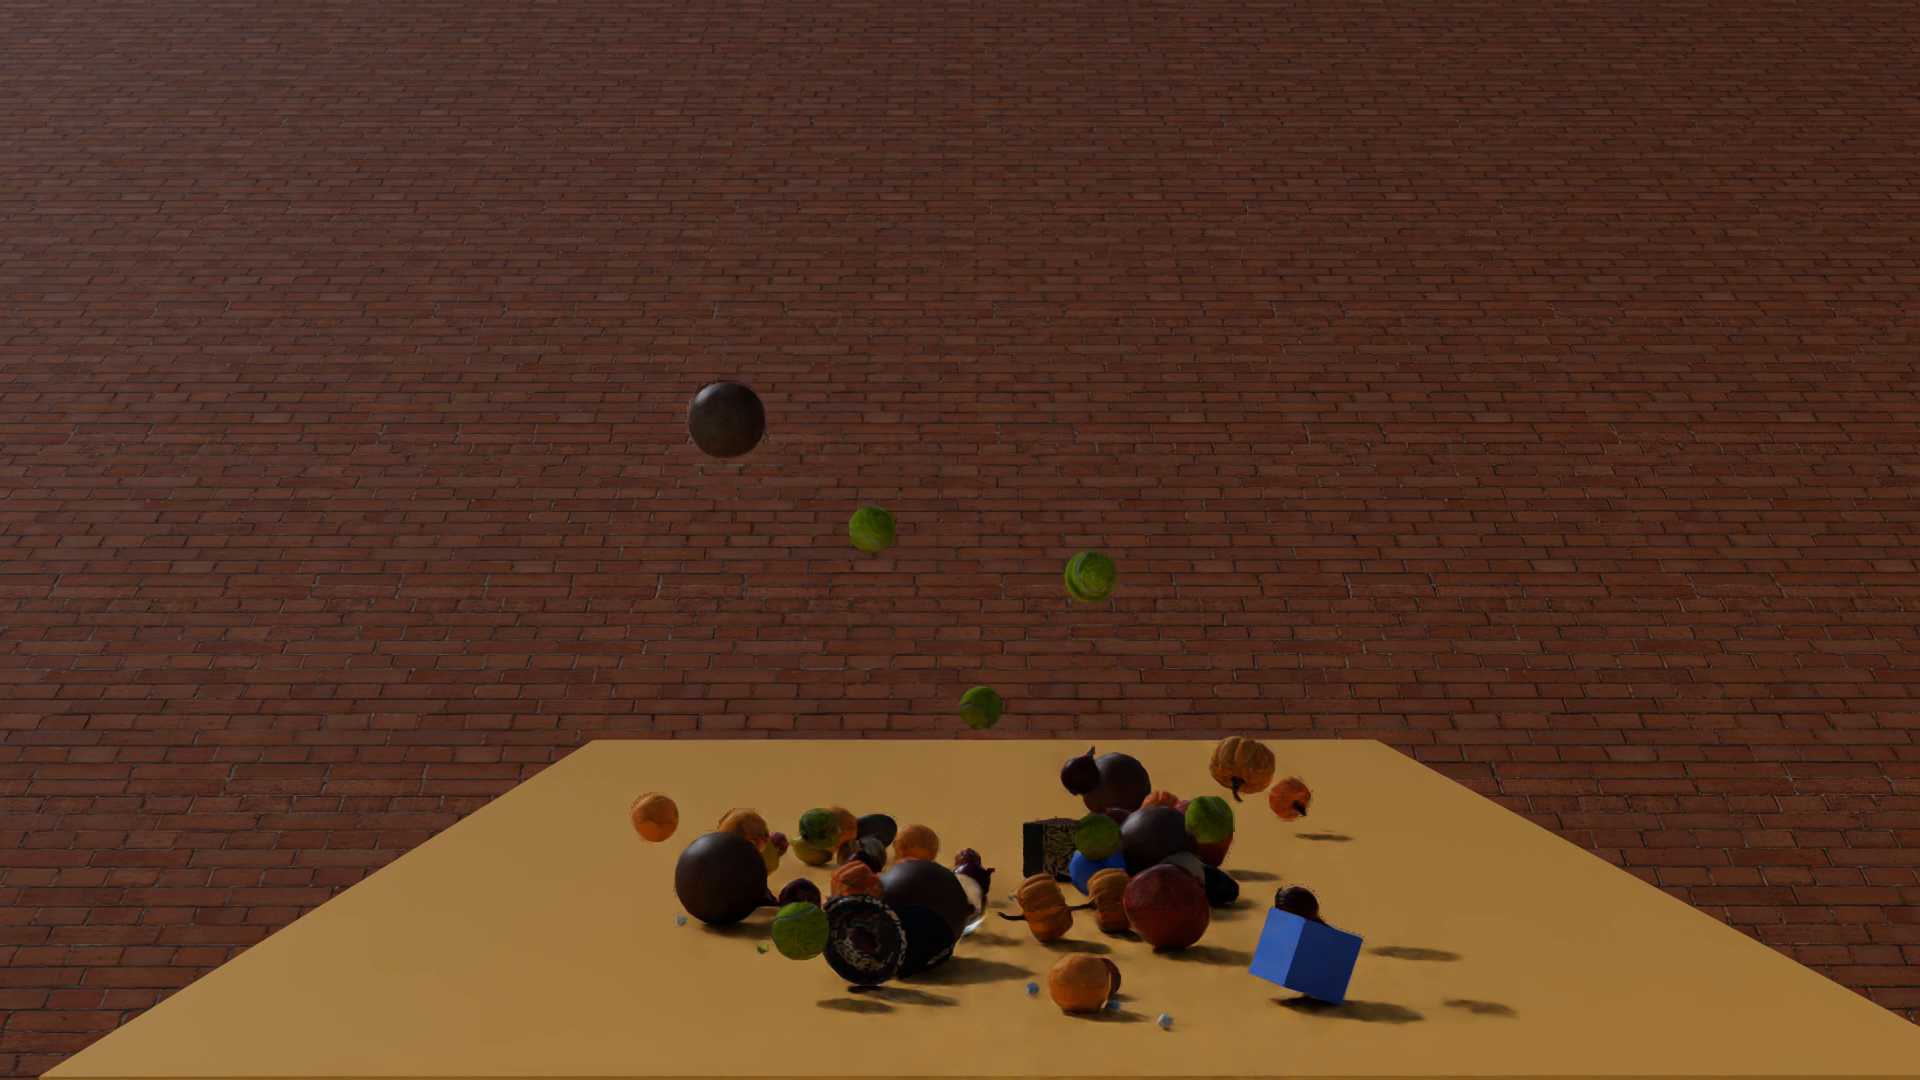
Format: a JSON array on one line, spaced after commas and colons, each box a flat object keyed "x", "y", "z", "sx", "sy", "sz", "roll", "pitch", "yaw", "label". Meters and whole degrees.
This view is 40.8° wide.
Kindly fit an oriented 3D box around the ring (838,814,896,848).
[{"x": -0.154, "y": 0.492, "z": 4.306, "sx": 0.101, "sy": 0.101, "sz": 0.034, "roll": -10, "pitch": 56, "yaw": -18, "label": "ring"}]

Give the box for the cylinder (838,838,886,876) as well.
[{"x": -0.154, "y": 0.497, "z": 4.055, "sx": 0.055, "sy": 0.055, "sz": 0.055, "roll": 22, "pitch": 12, "yaw": 34, "label": "cylinder"}]

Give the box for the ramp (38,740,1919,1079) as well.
[{"x": 0.064, "y": 0.577, "z": 4.622, "sx": 2.000, "sy": 0.100, "sz": 4.000, "roll": 0, "pitch": 0, "yaw": 0, "label": "ramp"}]

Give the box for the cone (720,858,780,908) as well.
[{"x": -0.293, "y": 0.513, "z": 3.742, "sx": 0.079, "sy": 0.079, "sz": 0.079, "roll": 23, "pitch": 35, "yaw": 17, "label": "cone"}]

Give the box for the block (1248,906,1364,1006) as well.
[{"x": 0.404, "y": 0.486, "z": 3.020, "sx": 0.082, "sy": 0.082, "sz": 0.082, "roll": 22, "pitch": -6, "yaw": -22, "label": "block"}]

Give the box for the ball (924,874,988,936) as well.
[{"x": -0.005, "y": 0.494, "z": 3.505, "sx": 0.085, "sy": 0.085, "sz": 0.085, "roll": 0, "pitch": 29, "yaw": 0, "label": "ball"}]

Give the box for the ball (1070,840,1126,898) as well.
[{"x": 0.205, "y": 0.491, "z": 3.848, "sx": 0.085, "sy": 0.085, "sz": 0.085, "roll": 0, "pitch": 29, "yaw": 0, "label": "ball"}]

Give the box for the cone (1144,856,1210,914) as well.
[{"x": 0.328, "y": 0.510, "z": 3.677, "sx": 0.096, "sy": 0.096, "sz": 0.096, "roll": -15, "pitch": 21, "yaw": -25, "label": "cone"}]

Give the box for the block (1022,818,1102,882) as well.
[{"x": 0.161, "y": 0.487, "z": 4.063, "sx": 0.087, "sy": 0.087, "sz": 0.087, "roll": -2, "pitch": -1, "yaw": 41, "label": "block"}]
